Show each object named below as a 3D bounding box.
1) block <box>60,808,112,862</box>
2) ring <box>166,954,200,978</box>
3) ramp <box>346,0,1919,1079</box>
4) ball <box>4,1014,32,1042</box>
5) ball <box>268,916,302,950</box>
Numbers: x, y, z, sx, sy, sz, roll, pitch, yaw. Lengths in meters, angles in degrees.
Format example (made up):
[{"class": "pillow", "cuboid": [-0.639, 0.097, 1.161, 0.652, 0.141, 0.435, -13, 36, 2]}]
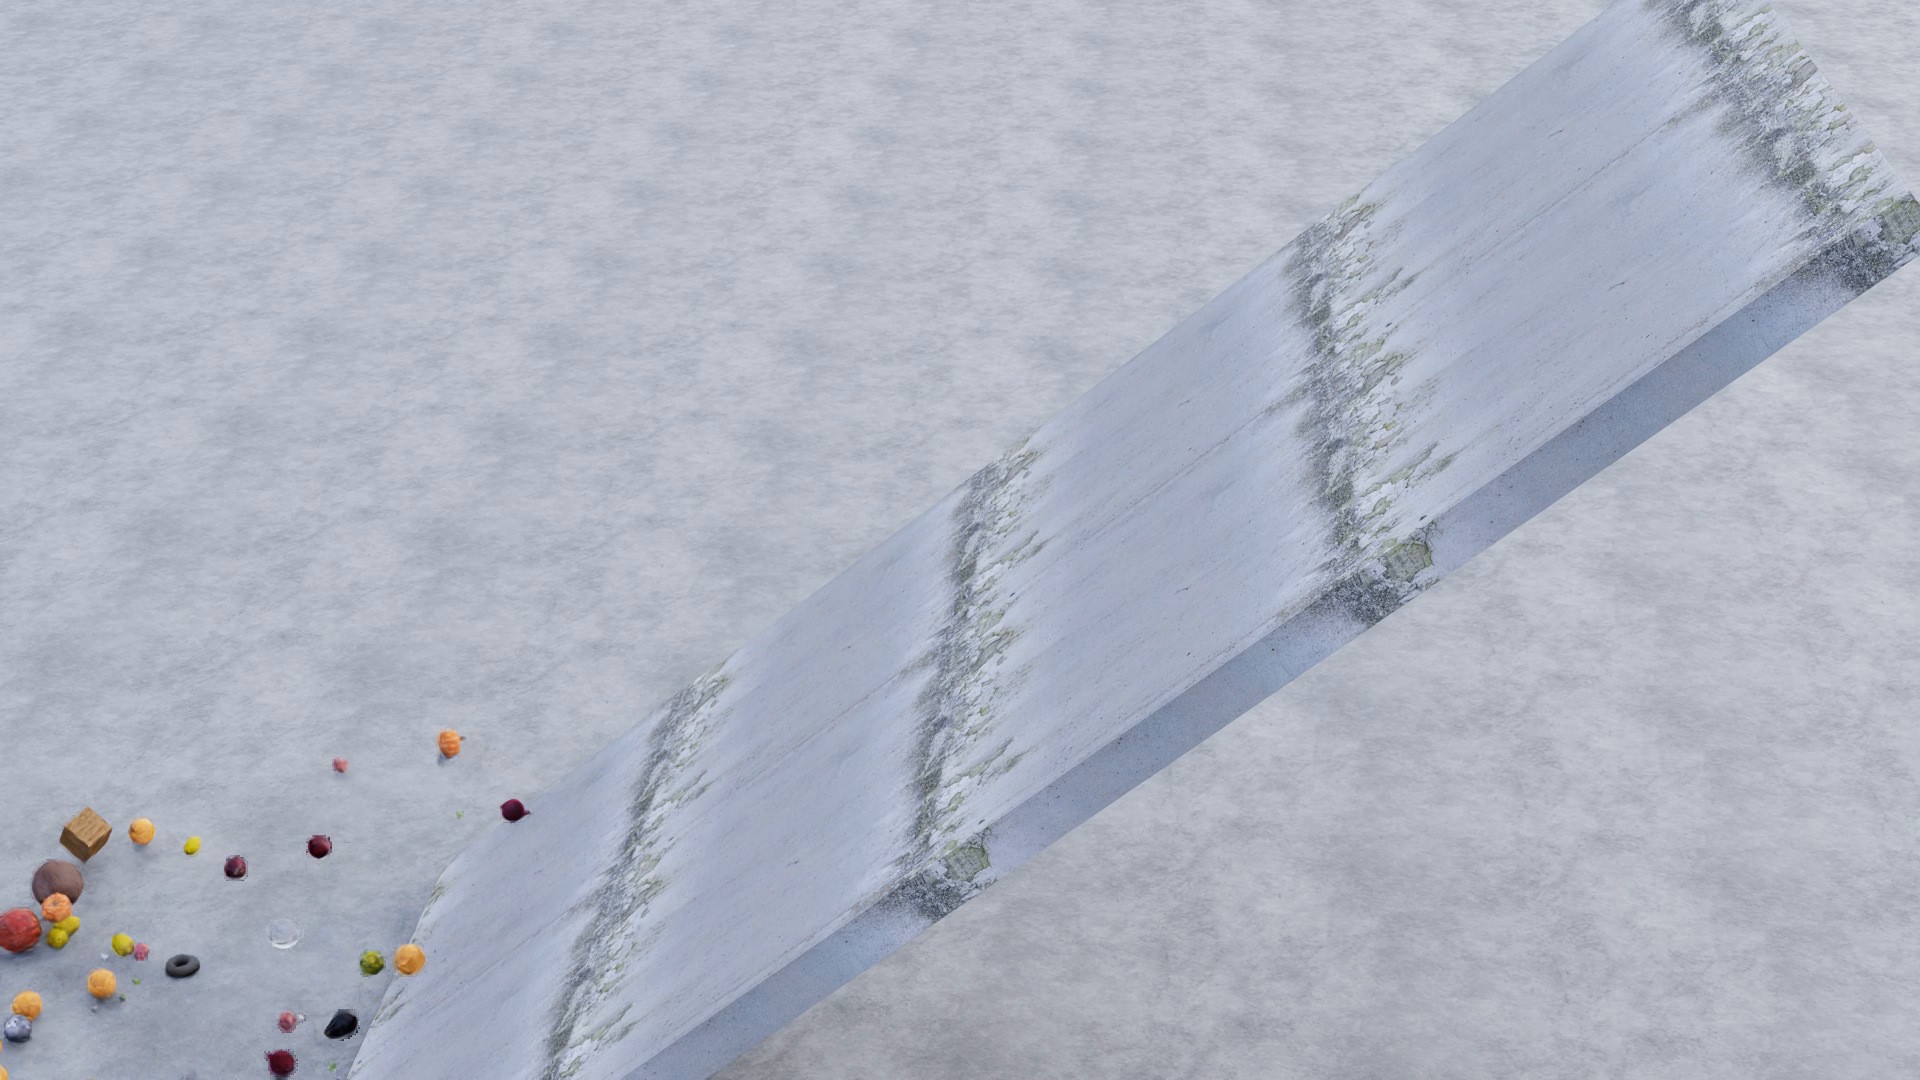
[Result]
[{"class": "block", "cuboid": [-2.378, 0.802, 8.001, 0.090, 0.090, 0.090, 39, 47, 4]}, {"class": "ring", "cuboid": [-1.987, 1.088, 7.517, 0.087, 0.029, 0.087, 0, 25, 0]}, {"class": "ramp", "cuboid": [0.119, 0.186, 6.343, 4.000, 0.100, 2.000, -36, 16, 18]}, {"class": "ball", "cuboid": [-2.314, 1.198, 7.219, 0.067, 0.067, 0.067, 0, 24, 0]}, {"class": "ball", "cuboid": [-1.748, 1.016, 7.610, 0.084, 0.084, 0.084, 0, 24, 0]}]
